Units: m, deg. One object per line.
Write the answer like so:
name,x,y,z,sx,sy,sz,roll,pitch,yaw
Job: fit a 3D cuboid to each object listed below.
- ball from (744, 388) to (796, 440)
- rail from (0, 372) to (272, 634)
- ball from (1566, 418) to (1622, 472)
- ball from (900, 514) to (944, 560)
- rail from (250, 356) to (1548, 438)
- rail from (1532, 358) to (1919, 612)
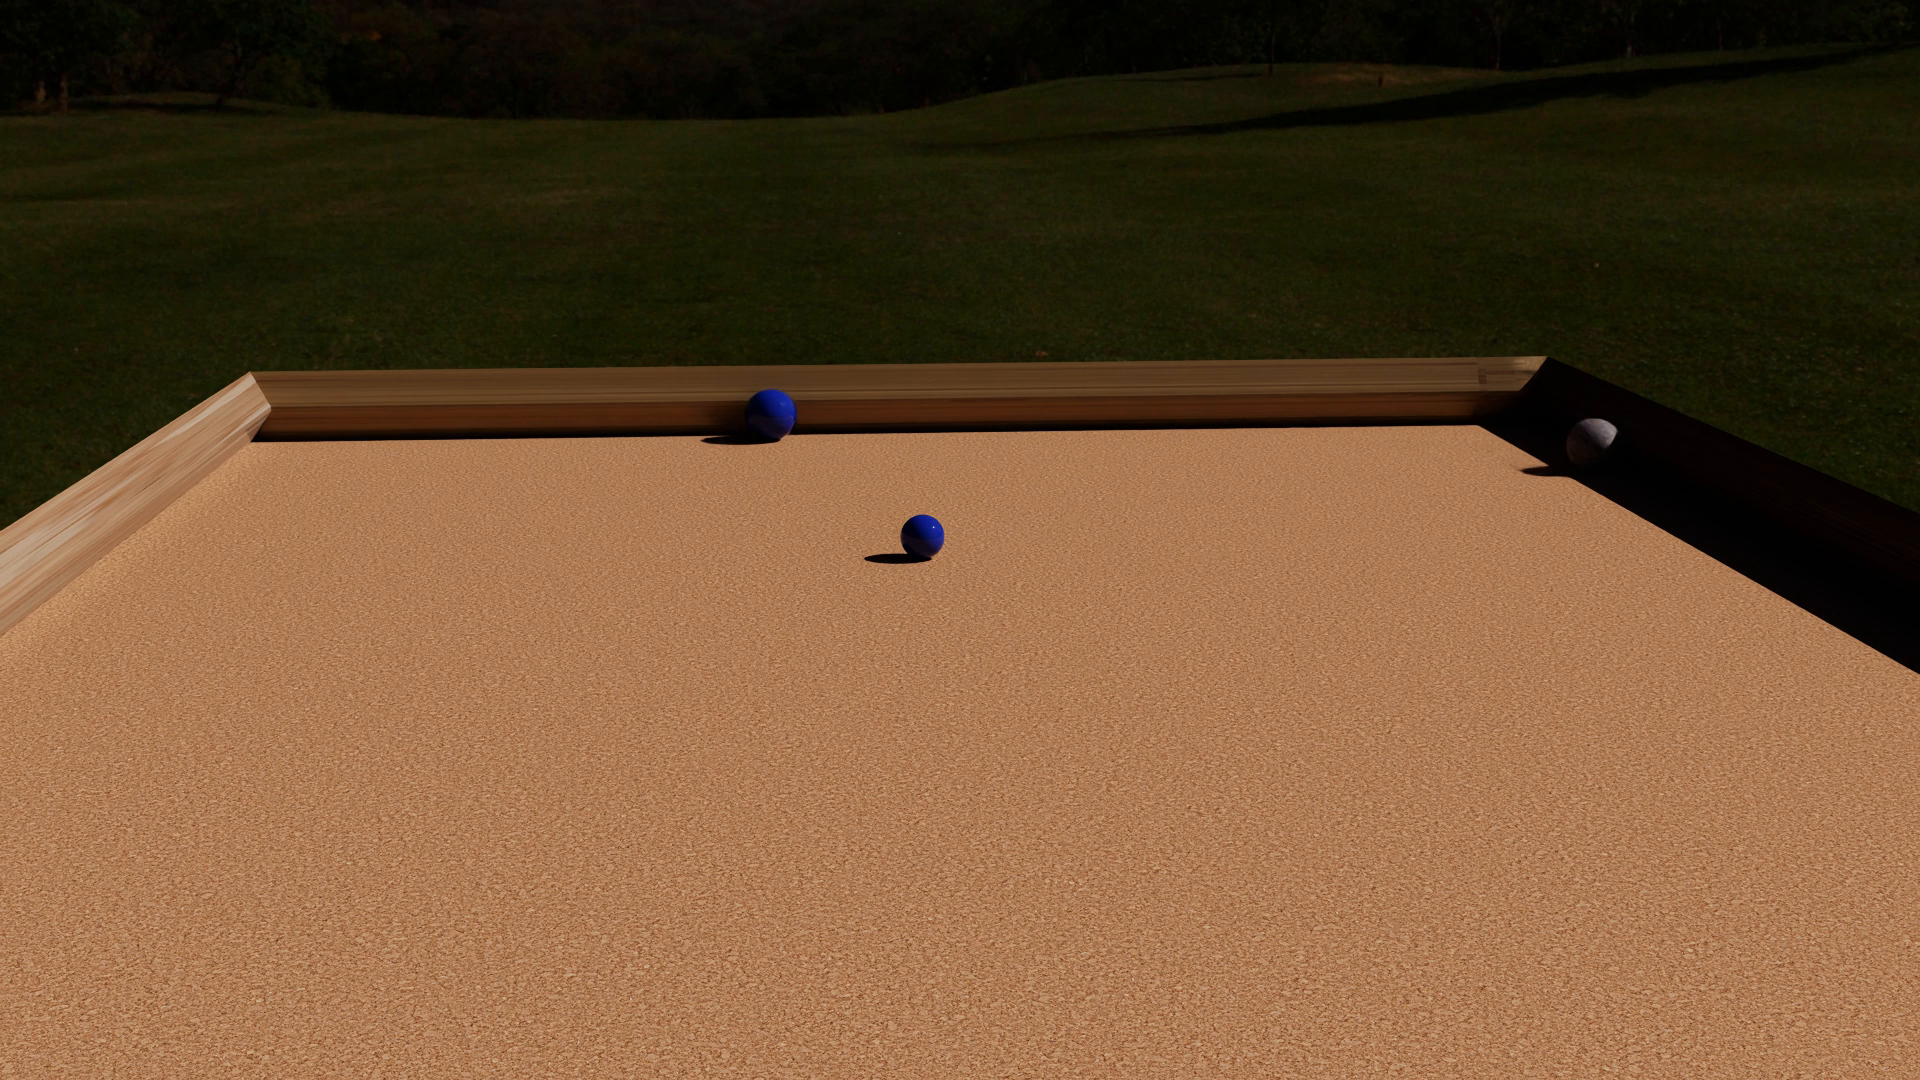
ball,-0.351,-0.232,4.067,0.096,0.096,0.096,0,13,0
rail,-1.115,0.248,1.923,0.045,0.125,4.443,-1,13,-4
ball,1.088,-0.163,3.773,0.094,0.094,0.094,0,13,0
ball,-0.054,-0.005,3.155,0.064,0.064,0.064,0,13,0
rail,-0.086,-0.267,4.151,2.461,0.125,0.045,-1,13,-4
rail,1.291,0.205,2.110,0.045,0.125,4.443,-1,13,-4
